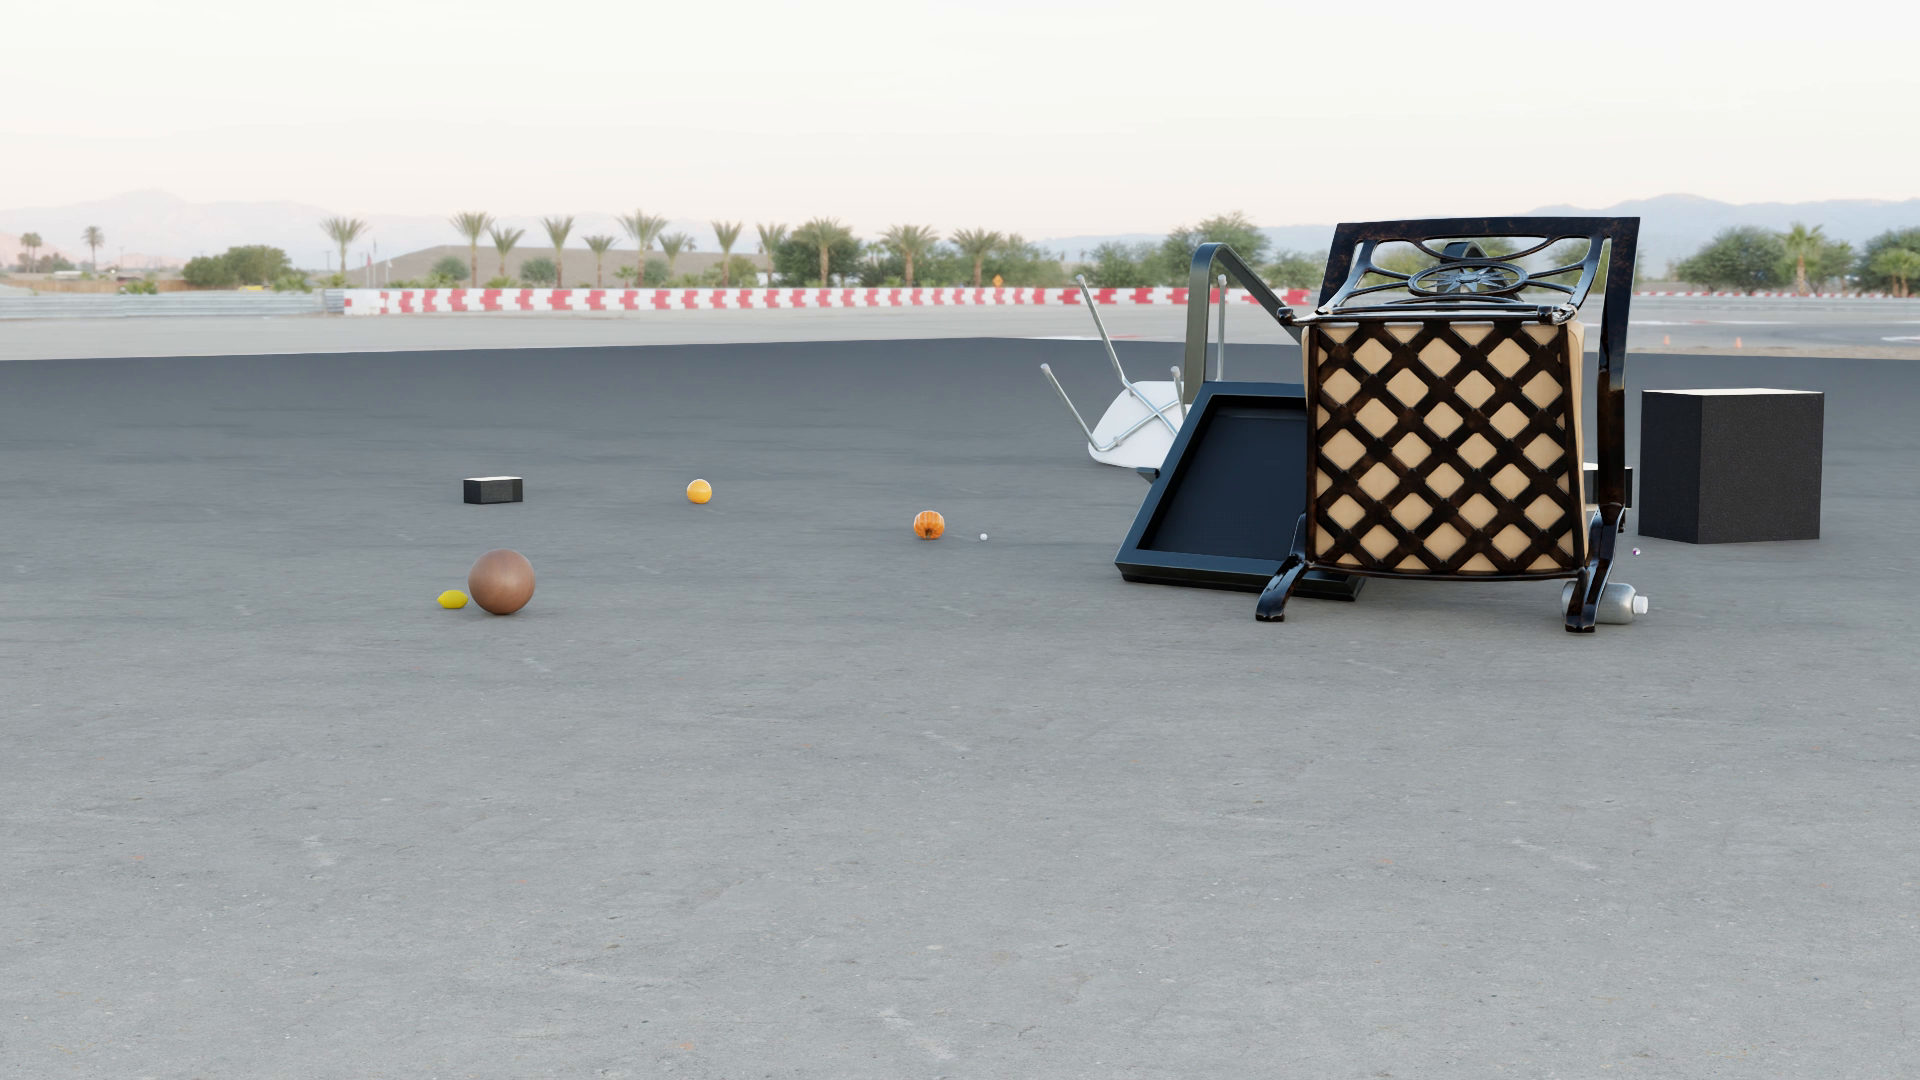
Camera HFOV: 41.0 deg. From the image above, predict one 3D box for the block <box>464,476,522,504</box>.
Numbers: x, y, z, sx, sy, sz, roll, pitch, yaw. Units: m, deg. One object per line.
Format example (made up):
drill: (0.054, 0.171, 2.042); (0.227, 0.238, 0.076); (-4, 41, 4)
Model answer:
block: (-1.360, -0.144, 7.476); (0.144, 0.069, 0.089); (-6, 8, -44)

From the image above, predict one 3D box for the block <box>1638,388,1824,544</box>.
block: (1.941, -0.190, 6.466); (0.365, 0.367, 0.246); (-2, 6, -21)

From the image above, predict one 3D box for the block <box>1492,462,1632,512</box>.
block: (1.723, -0.155, 7.349); (0.260, 0.116, 0.303); (-3, 6, -24)
